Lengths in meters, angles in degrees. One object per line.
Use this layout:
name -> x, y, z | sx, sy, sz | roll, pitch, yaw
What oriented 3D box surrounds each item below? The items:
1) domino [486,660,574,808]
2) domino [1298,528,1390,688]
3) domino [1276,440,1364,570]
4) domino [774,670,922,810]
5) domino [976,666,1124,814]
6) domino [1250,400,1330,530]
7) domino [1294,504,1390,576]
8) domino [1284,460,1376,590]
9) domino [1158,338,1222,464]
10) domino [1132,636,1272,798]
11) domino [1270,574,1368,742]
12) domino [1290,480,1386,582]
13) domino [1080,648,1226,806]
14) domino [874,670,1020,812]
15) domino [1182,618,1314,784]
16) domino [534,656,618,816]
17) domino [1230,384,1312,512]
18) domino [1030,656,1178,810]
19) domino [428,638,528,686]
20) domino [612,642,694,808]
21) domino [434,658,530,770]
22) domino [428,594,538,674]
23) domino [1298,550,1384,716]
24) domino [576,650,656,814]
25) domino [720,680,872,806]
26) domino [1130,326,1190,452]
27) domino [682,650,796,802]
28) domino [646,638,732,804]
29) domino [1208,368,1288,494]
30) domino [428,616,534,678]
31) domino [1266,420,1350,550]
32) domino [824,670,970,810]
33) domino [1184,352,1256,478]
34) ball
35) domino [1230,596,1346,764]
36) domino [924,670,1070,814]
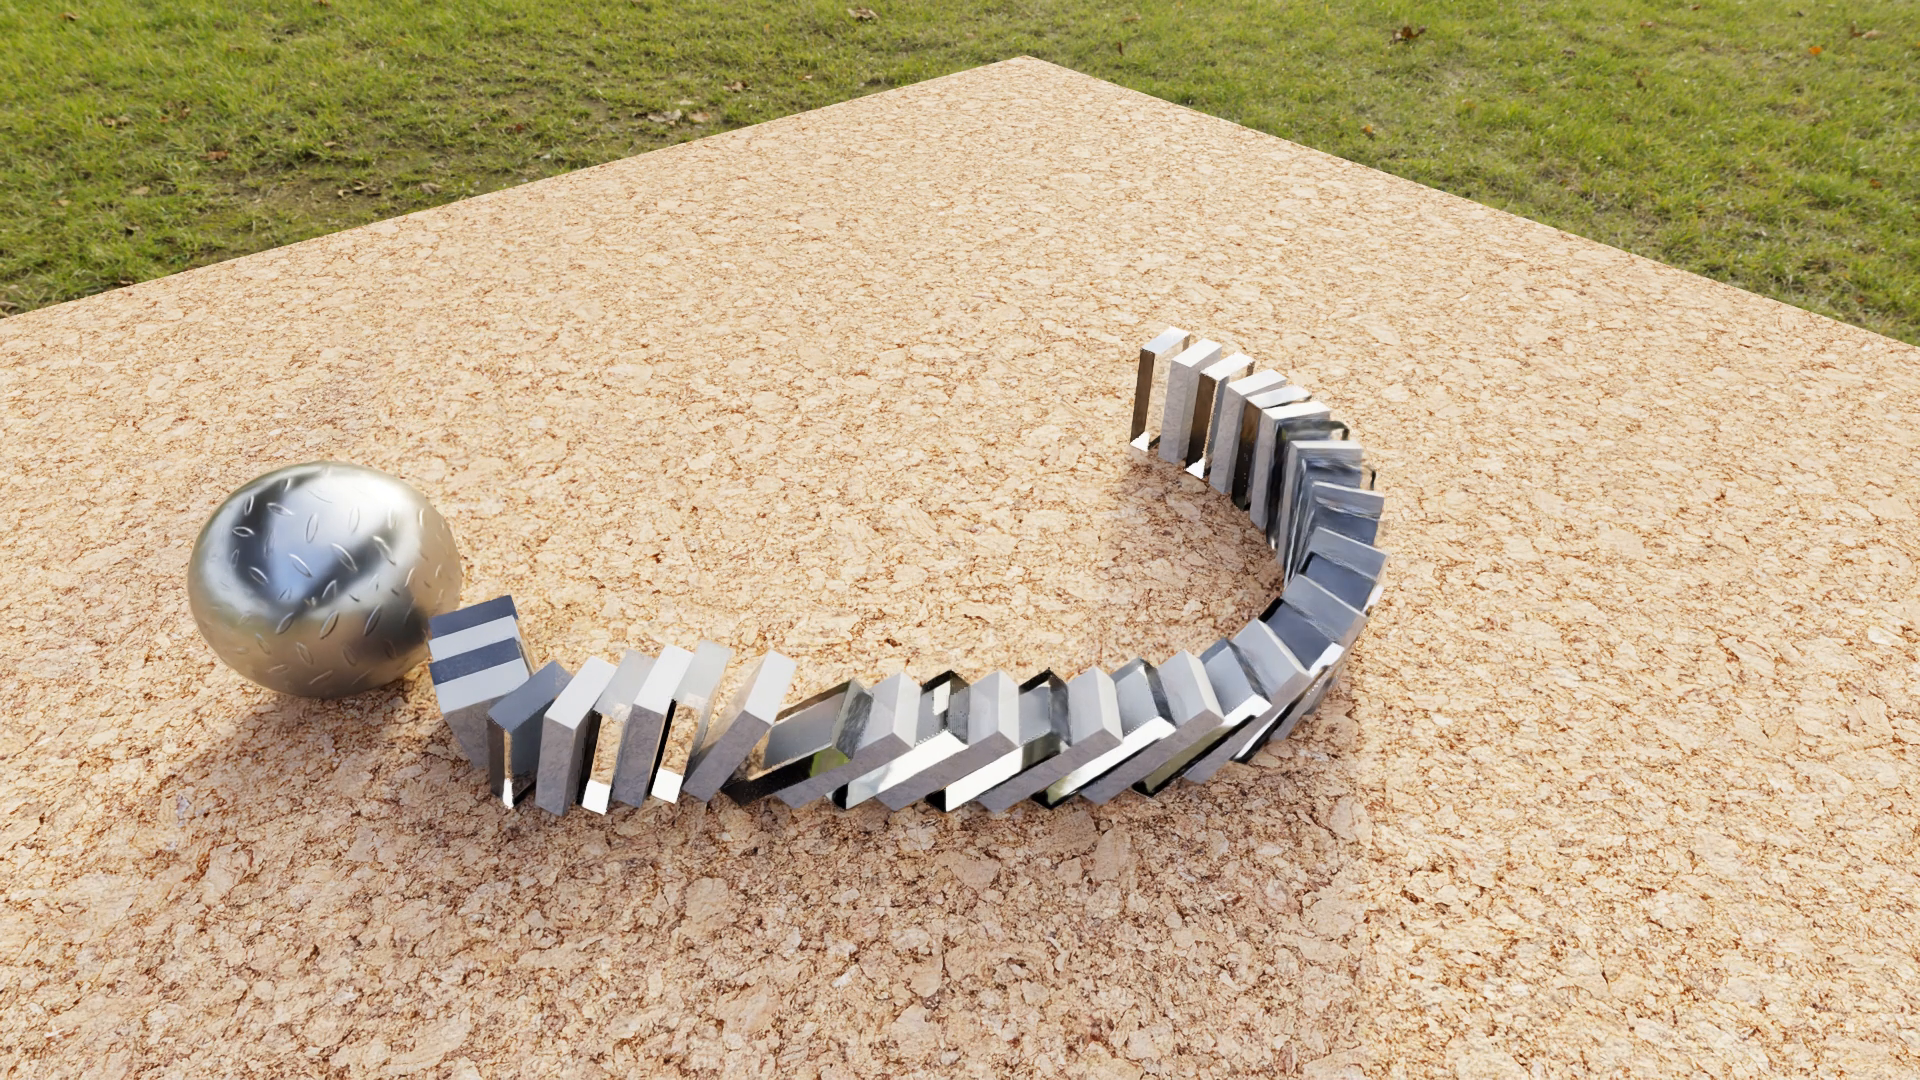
domino -> -0.131, 0.060, 0.338 | 0.009, 0.050, 0.025 | 36, 49, 10
domino -> 0.128, 0.023, 0.385 | 0.025, 0.050, 0.010 | 25, 12, 27
domino -> 0.139, -0.013, 0.427 | 0.025, 0.050, 0.009 | 0, 21, 0
domino -> -0.035, 0.063, 0.344 | 0.050, 0.009, 0.025 | -31, 31, 26
domino -> 0.027, 0.062, 0.342 | 0.050, 0.009, 0.025 | -35, 31, 25
domino -> 0.134, -0.030, 0.447 | 0.025, 0.050, 0.010 | -10, 32, -12
domino -> 0.134, 0.014, 0.395 | 0.025, 0.050, 0.010 | 18, 12, 21
domino -> 0.139, -0.004, 0.416 | 0.025, 0.050, 0.009 | 6, 17, 7
domino -> 0.101, -0.061, 0.486 | 0.009, 0.050, 0.025 | 30, 48, 32
domino -> 0.072, 0.056, 0.348 | 0.010, 0.050, 0.025 | 32, 25, -33
domino -> 0.110, 0.039, 0.367 | 0.009, 0.050, 0.025 | 17, 18, -49
domino -> 0.138, 0.005, 0.406 | 0.025, 0.050, 0.009 | 12, 14, 15
domino -> 0.057, 0.059, 0.346 | 0.050, 0.010, 0.025 | -40, 34, 22
domino -> -0.004, 0.063, 0.343 | 0.050, 0.010, 0.025 | -32, 31, 26
domino -> 0.086, 0.052, 0.353 | 0.009, 0.050, 0.025 | 27, 22, -38
domino -> -0.118, 0.061, 0.337 | 0.009, 0.050, 0.025 | 26, 43, 0
domino -> 0.129, -0.038, 0.457 | 0.025, 0.050, 0.009 | -16, 39, -18
domino -> 0.042, 0.061, 0.344 | 0.050, 0.009, 0.025 | -39, 34, 22
domino -> -0.150, 0.049, 0.351 | 0.025, 0.050, 0.010 | -18, 66, -21
domino -> -0.095, 0.058, 0.340 | 0.009, 0.050, 0.025 | 22, 40, -4
domino -> -0.145, 0.055, 0.344 | 0.025, 0.050, 0.009 | -18, 66, -21
domino -> -0.157, 0.037, 0.366 | 0.025, 0.050, 0.009 | -18, 66, -21
domino -> 0.120, 0.032, 0.376 | 0.025, 0.050, 0.009 | 33, 13, 34
domino -> -0.106, 0.060, 0.339 | 0.009, 0.050, 0.025 | 22, 40, -4
domino -> -0.051, 0.063, 0.342 | 0.050, 0.009, 0.025 | -27, 29, 32
domino -> 0.090, -0.067, 0.494 | 0.010, 0.050, 0.025 | 29, 47, 30
domino -> -0.069, 0.058, 0.342 | 0.009, 0.050, 0.025 | 31, 39, -12
domino -> -0.084, 0.057, 0.342 | 0.010, 0.050, 0.025 | 22, 40, -4
domino -> 0.122, -0.046, 0.467 | 0.025, 0.050, 0.009 | -21, 44, -24
domino -> -0.153, 0.043, 0.359 | 0.025, 0.050, 0.010 | -18, 66, -21
domino -> 0.138, -0.022, 0.437 | 0.025, 0.050, 0.009 | -4, 26, -5
domino -> -0.020, 0.063, 0.344 | 0.050, 0.009, 0.025 | -32, 31, 25
domino -> 0.113, -0.054, 0.477 | 0.025, 0.050, 0.010 | -29, 48, -31
ball -> -0.212, 0.013, 0.372 | 0.080, 0.080, 0.080 | 0, 39, 0
domino -> 0.099, 0.046, 0.360 | 0.009, 0.050, 0.025 | 22, 19, -44
domino -> 0.011, 0.063, 0.342 | 0.050, 0.009, 0.025 | -34, 31, 26
